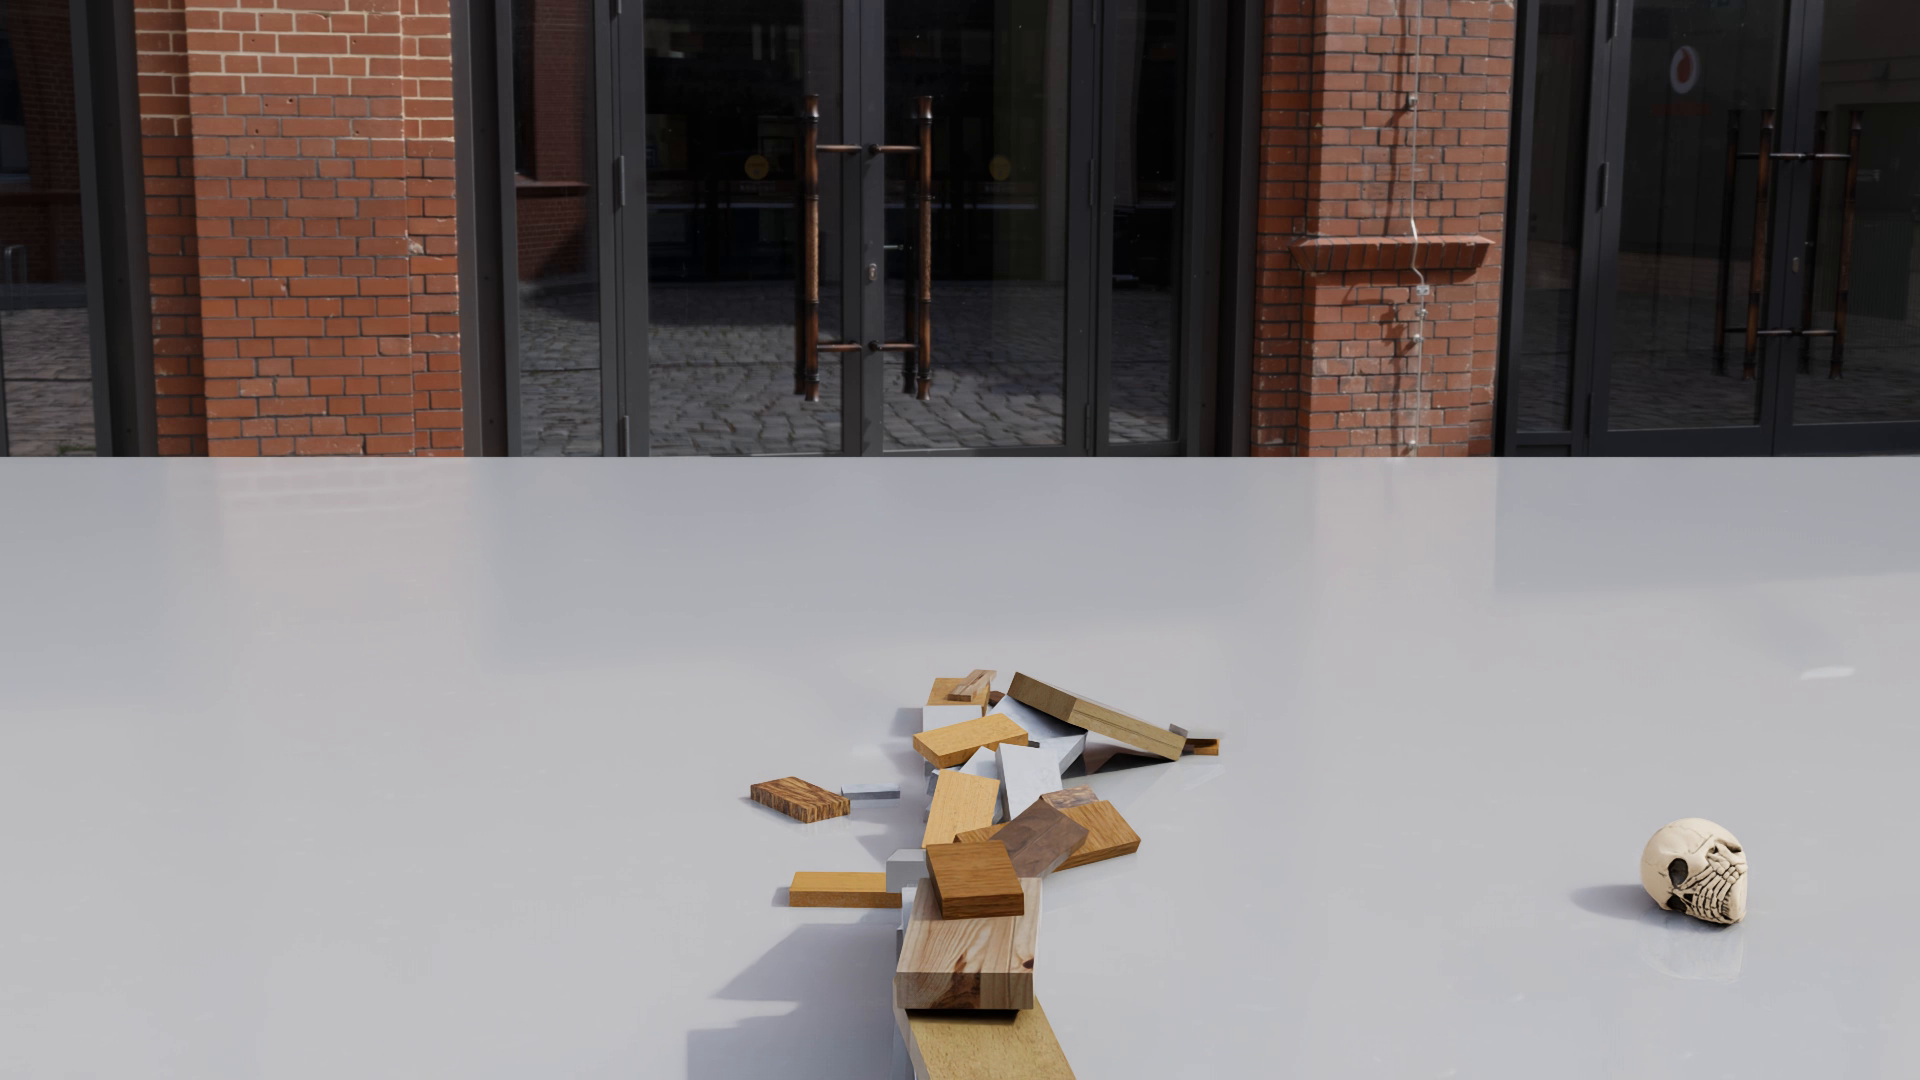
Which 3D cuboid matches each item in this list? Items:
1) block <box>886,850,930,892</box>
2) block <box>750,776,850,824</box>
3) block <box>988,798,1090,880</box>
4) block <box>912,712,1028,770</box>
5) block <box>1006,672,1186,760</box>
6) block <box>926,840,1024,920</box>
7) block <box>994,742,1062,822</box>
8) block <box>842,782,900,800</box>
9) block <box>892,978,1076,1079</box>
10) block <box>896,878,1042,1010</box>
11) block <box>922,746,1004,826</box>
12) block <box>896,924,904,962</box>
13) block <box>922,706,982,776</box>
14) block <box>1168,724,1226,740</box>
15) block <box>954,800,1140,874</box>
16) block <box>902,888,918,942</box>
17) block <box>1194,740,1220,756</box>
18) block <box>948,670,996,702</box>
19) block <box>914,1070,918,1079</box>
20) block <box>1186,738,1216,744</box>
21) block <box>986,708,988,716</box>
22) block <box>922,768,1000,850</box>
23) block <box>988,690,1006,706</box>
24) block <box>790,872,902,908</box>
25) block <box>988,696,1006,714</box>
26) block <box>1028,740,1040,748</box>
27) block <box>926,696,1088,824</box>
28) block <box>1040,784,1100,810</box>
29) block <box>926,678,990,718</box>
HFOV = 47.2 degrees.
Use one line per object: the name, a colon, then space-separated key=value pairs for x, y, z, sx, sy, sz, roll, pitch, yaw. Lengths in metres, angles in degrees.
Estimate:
block: x=-0.022 y=0.501 z=3.339 sx=0.162 sy=0.046 sz=0.323 roll=0 pitch=-5 yaw=2
block: x=-0.302 y=0.488 z=4.141 sx=0.097 sy=0.027 sz=0.193 roll=-8 pitch=13 yaw=-37
block: x=0.119 y=0.522 z=3.738 sx=0.107 sy=0.030 sz=0.213 roll=31 pitch=34 yaw=21
block: x=0.020 y=0.375 z=4.112 sx=0.193 sy=0.027 sz=0.097 roll=-12 pitch=25 yaw=-28
block: x=0.275 y=0.352 z=4.383 sx=0.352 sy=0.050 sz=0.176 roll=23 pitch=-1 yaw=-44
block: x=0.018 y=0.455 z=2.955 sx=0.107 sy=0.030 sz=0.213 roll=-3 pitch=11 yaw=-6
block: x=0.130 y=0.460 z=3.944 sx=0.109 sy=0.031 sz=0.218 roll=9 pitch=38 yaw=-15
block: x=-0.172 y=0.482 z=4.210 sx=0.108 sy=0.015 sz=0.054 roll=-1 pitch=11 yaw=-7
block: x=0.039 y=0.636 z=2.632 sx=0.167 sy=0.047 sz=0.392 roll=-4 pitch=20 yaw=-12
block: x=0.017 y=0.517 z=2.844 sx=0.167 sy=0.047 sz=0.334 roll=0 pitch=11 yaw=4
block: x=0.034 y=0.460 z=3.964 sx=0.109 sy=0.031 sz=0.218 roll=23 pitch=36 yaw=19
block: x=0.000 y=0.586 z=3.253 sx=0.162 sy=0.046 sz=0.323 roll=0 pitch=-5 yaw=3
block: x=-0.013 y=0.404 z=4.447 sx=0.121 sy=0.034 sz=0.241 roll=0 pitch=22 yaw=-2
block: x=0.485 y=0.390 z=4.486 sx=0.109 sy=0.015 sz=0.054 roll=6 pitch=10 yaw=-38
block: x=0.152 y=0.525 z=3.809 sx=0.334 sy=0.030 sz=0.107 roll=-7 pitch=40 yaw=-35
block: x=-0.008 y=0.577 z=3.004 sx=0.136 sy=0.039 sz=0.272 roll=-1 pitch=31 yaw=-3
block: x=0.509 y=0.423 z=4.531 sx=0.050 sy=0.014 sz=0.100 roll=2 pitch=11 yaw=8
block: x=0.028 y=0.313 z=4.747 sx=0.050 sy=0.014 sz=0.226 roll=3 pitch=11 yaw=15
block: x=0.012 y=0.672 z=2.655 sx=0.129 sy=0.036 sz=0.257 roll=0 pitch=20 yaw=-3
block: x=0.471 y=0.407 z=4.534 sx=0.109 sy=0.015 sz=0.054 roll=-1 pitch=11 yaw=-3
block: x=-0.003 y=0.395 z=4.623 sx=0.121 sy=0.034 sz=0.241 roll=0 pitch=11 yaw=1
block: x=0.001 y=0.490 z=3.855 sx=0.109 sy=0.031 sz=0.218 roll=11 pitch=33 yaw=3
block: x=0.085 y=0.355 z=4.893 sx=0.050 sy=0.014 sz=0.100 roll=-6 pitch=12 yaw=-29
block: x=-0.181 y=0.580 z=3.648 sx=0.194 sy=0.027 sz=0.097 roll=0 pitch=11 yaw=2
block: x=0.129 y=0.401 z=4.386 sx=0.176 sy=0.050 sz=0.352 roll=19 pitch=17 yaw=12
block: x=0.120 y=0.408 z=4.115 sx=0.054 sy=0.015 sz=0.108 roll=12 pitch=26 yaw=-2
block: x=0.094 y=0.418 z=4.157 sx=0.176 sy=0.050 sz=0.352 roll=22 pitch=28 yaw=17
block: x=0.198 y=0.470 z=3.925 sx=0.108 sy=0.015 sz=0.054 roll=-8 pitch=46 yaw=-35
block: x=-0.002 y=0.343 z=4.721 sx=0.121 sy=0.034 sz=0.241 roll=1 pitch=11 yaw=4
